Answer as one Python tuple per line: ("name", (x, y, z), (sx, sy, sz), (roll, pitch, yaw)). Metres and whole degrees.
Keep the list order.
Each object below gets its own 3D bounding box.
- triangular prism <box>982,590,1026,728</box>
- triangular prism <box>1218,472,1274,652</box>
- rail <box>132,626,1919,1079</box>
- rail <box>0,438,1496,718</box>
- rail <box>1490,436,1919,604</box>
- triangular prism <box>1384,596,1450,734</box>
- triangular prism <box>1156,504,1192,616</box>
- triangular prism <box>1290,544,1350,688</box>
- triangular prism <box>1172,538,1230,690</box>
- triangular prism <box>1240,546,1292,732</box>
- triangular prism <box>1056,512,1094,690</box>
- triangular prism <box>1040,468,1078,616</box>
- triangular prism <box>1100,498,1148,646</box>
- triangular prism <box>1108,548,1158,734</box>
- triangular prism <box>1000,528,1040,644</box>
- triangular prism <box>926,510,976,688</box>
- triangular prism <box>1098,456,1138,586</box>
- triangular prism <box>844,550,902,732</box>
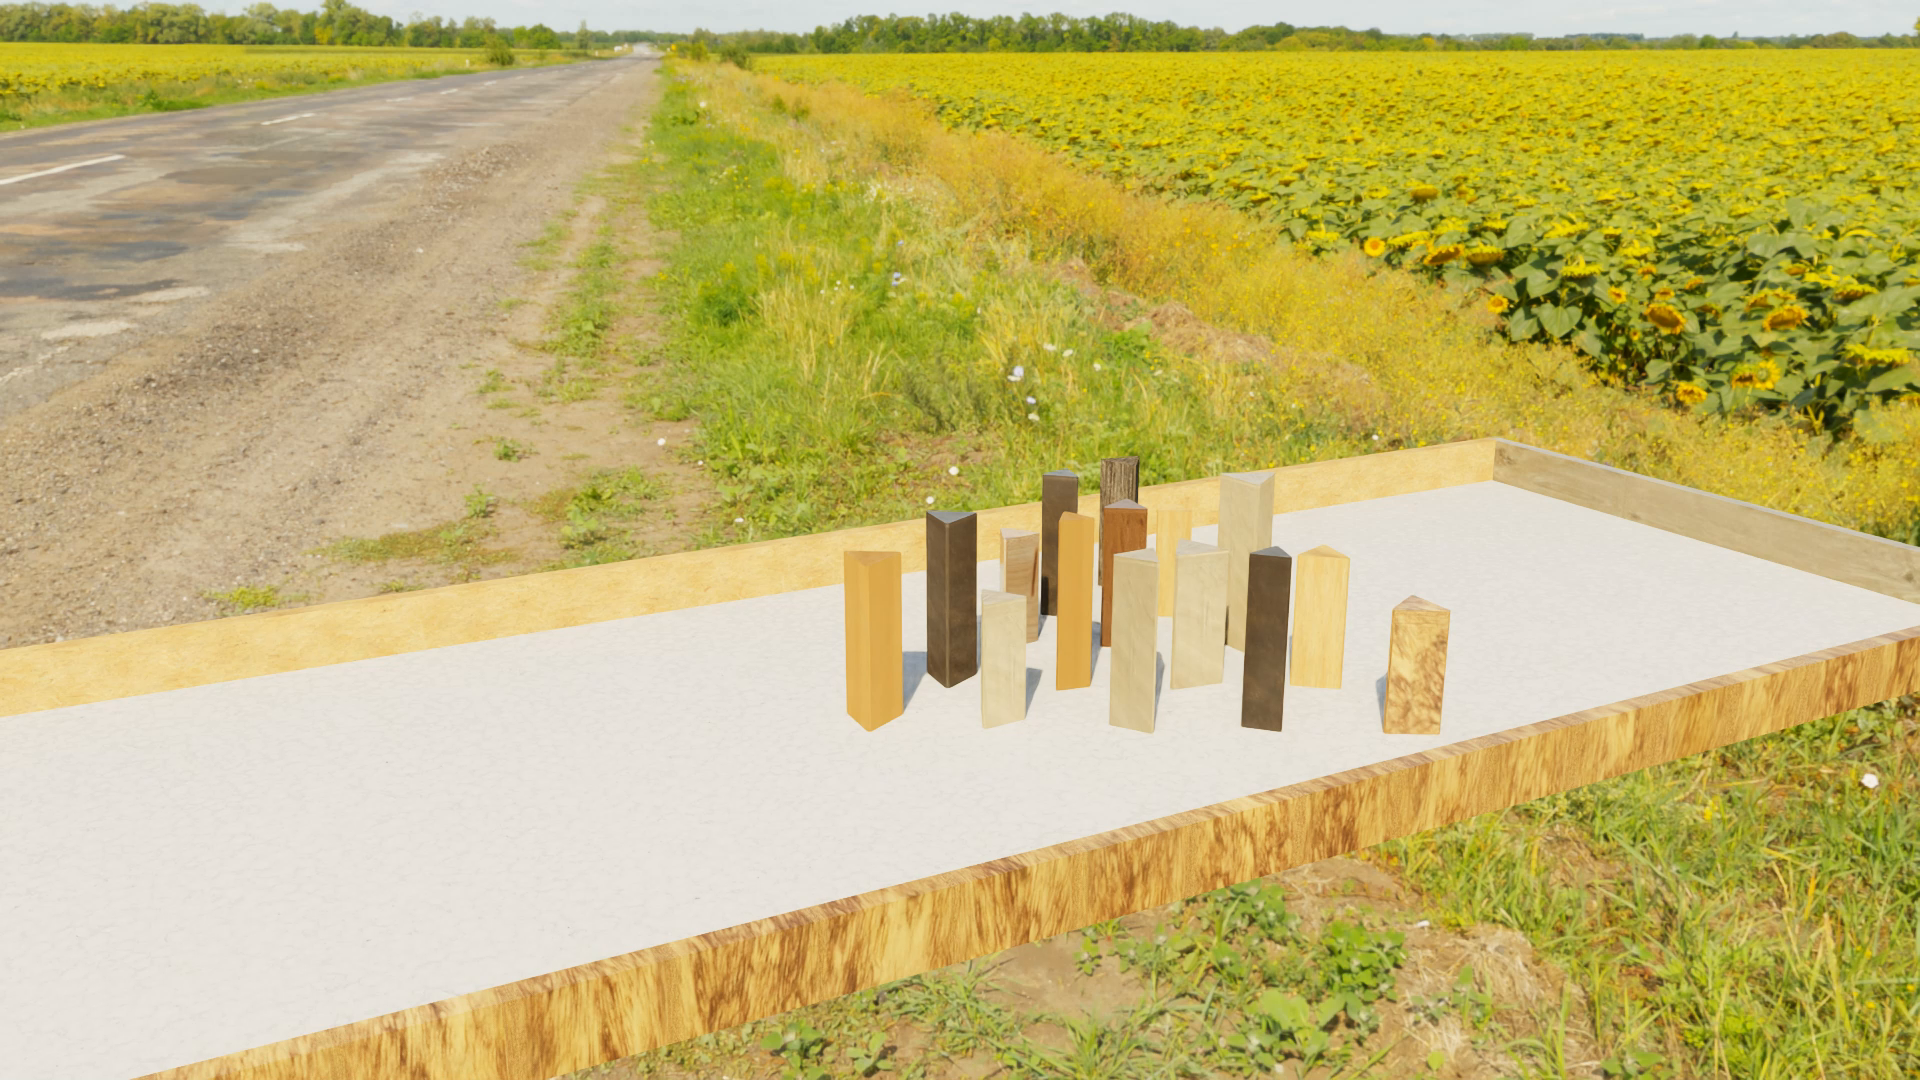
("triangular prism", (0.079, 0.274, 3.879), (0.116, 0.306, 0.100), (-10, 19, -30))
("triangular prism", (0.773, 0.053, 4.358), (0.123, 0.460, 0.142), (-10, 19, -32))
("rail", (-2.336, 1.006, 1.665), (12.000, 0.150, 0.050), (-9, 18, -27))
("rail", (-3.305, 0.497, 3.399), (12.000, 0.150, 0.050), (-9, 18, -27))
("rail", (2.466, -0.048, 5.253), (0.050, 0.150, 2.100), (-9, 18, -27))
("triangular prism", (1.051, 0.289, 3.835), (0.127, 0.303, 0.110), (1, 16, 4))
("triangular prism", (0.597, 0.056, 4.617), (0.094, 0.308, 0.081), (3, 17, 9))
("triangular prism", (0.896, 0.189, 4.111), (0.123, 0.339, 0.107), (4, 17, 12))
("triangular prism", (0.572, 0.180, 4.122), (0.143, 0.349, 0.123), (-6, 17, -19))
("triangular prism", (0.717, 0.227, 3.829), (0.095, 0.424, 0.082), (6, 17, 20))
("triangular prism", (0.270, 0.149, 4.074), (0.091, 0.436, 0.079), (-5, 17, -18))
("triangular prism", (0.286, 0.007, 4.610), (0.099, 0.406, 0.086), (5, 17, 15))
("triangular prism", (0.436, 0.088, 4.376), (0.111, 0.384, 0.097), (2, 16, 7))
("triangular prism", (0.423, 0.230, 3.835), (0.112, 0.416, 0.097), (9, 19, 29))
("triangular prism", (0.136, 0.123, 4.401), (0.112, 0.302, 0.097), (-11, 20, -33))
("triangular prism", (-0.039, 0.141, 4.118), (0.108, 0.426, 0.125), (11, 20, 34))
("triangular prism", (0.489, -0.051, 4.846), (0.121, 0.384, 0.105), (14, 21, 39))
("triangular prism", (-0.222, 0.228, 3.863), (0.115, 0.404, 0.133), (11, 20, 33))
